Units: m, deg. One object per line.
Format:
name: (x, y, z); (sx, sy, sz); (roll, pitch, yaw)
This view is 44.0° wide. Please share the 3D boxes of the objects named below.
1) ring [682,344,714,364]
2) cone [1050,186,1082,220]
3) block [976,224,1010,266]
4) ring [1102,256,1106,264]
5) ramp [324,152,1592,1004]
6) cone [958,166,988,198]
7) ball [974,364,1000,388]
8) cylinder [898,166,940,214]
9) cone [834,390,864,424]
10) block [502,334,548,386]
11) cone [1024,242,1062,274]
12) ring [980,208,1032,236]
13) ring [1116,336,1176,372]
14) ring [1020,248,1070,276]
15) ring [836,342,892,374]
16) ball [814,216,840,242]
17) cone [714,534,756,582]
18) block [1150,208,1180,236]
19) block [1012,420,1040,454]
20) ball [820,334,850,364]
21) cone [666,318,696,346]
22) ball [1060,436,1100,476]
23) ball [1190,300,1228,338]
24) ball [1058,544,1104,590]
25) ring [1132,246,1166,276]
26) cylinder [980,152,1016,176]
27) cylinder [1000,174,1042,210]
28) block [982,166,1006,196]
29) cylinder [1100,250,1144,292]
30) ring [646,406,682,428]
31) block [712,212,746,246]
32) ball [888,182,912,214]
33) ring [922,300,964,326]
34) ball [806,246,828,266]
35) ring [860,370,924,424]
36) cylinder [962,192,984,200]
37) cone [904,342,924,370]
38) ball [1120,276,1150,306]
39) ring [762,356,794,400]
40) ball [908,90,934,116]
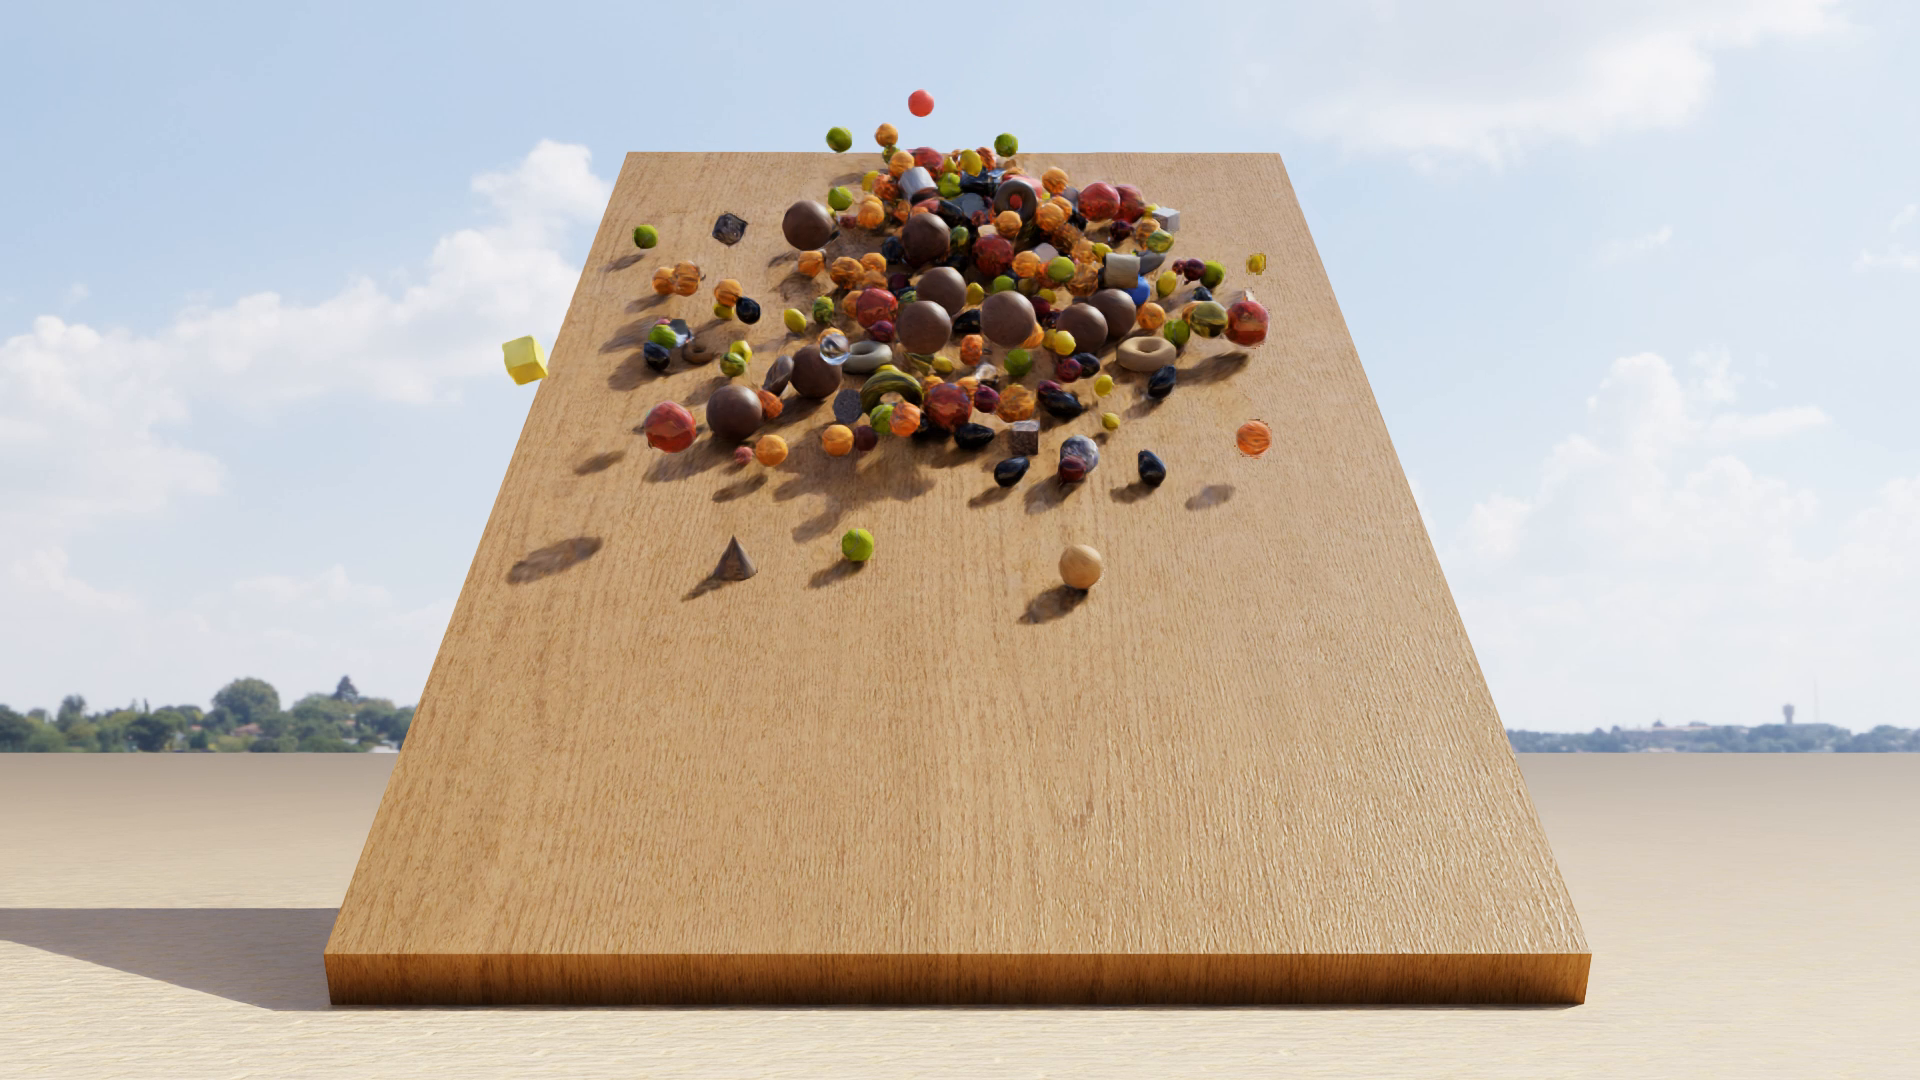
ring: (-0.645, -0.459, 5.853); (0.080, 0.027, 0.080); (1, 32, -1)
cone: (0.299, -0.942, 6.770); (0.093, 0.093, 0.093); (6, -32, 4)
block: (0.090, -0.804, 6.454); (0.080, 0.080, 0.080); (-5, 35, -8)
ring: (0.388, -0.697, 6.118); (0.027, 0.080, 0.080); (-24, -8, 6)
ramp: (-0.011, -0.225, 5.546); (2.000, 0.100, 4.000); (0, 27, 0)
cone: (0.018, -0.980, 6.547); (0.092, 0.092, 0.092); (-3, 13, 29)
ball: (0.064, -0.394, 5.697); (0.060, 0.060, 0.060); (0, -5, 0)
cylinder: (-0.112, -0.970, 6.594); (0.092, 0.092, 0.092); (-16, -40, -14)
cone: (-0.242, -0.308, 5.556); (0.082, 0.082, 0.082); (-2, -3, 25)
block: (-1.037, -0.429, 5.670); (0.077, 0.077, 0.077); (-17, -31, 5)
cone: (0.201, -0.718, 6.224); (0.092, 0.092, 0.092); (-34, 16, -33)
ring: (0.129, -0.897, 6.675); (0.150, 0.050, 0.150); (-3, 31, 2)
ring: (0.458, -0.456, 5.832); (0.149, 0.050, 0.149); (-1, 28, 1)
ring: (0.228, -0.749, 6.399); (0.139, 0.046, 0.139); (0, 29, 0)
ring: (-0.235, -0.444, 5.799); (0.140, 0.047, 0.140); (-7, 25, 3)
ball: (-0.368, -0.860, 6.581); (0.072, 0.072, 0.072); (0, -5, 0)
cone: (-0.461, 0.027, 4.856); (0.086, 0.086, 0.086); (0, 27, 0)
block: (0.576, -0.893, 6.665); (0.057, 0.057, 0.057); (22, 34, 35)
block: (0.150, -0.232, 5.390); (0.058, 0.058, 0.058); (3, 28, 5)
ball: (-0.291, -0.445, 5.546); (0.073, 0.073, 0.073); (0, -5, 0)
cone: (-0.685, -0.514, 5.955); (0.072, 0.072, 0.072); (-3, -6, 34)
ball: (0.264, -0.188, 5.271); (0.089, 0.089, 0.089); (0, -5, 0)
ball: (0.611, -0.541, 5.834); (0.094, 0.094, 0.094); (0, -5, 0)
ball: (0.244, 0.054, 4.804); (0.091, 0.091, 0.091); (0, -5, 0)
ring: (0.483, -0.731, 6.278); (0.133, 0.044, 0.133); (-29, 13, 7)
cylinder: (0.112, -1.095, 7.012); (0.079, 0.079, 0.079); (24, 8, 30)
cylinder: (0.168, -0.966, 6.633); (0.093, 0.093, 0.093); (6, -7, -24)
block: (0.092, -1.046, 6.948); (0.064, 0.064, 0.064); (14, 31, 20)
cylinder: (0.409, -0.680, 6.013); (0.084, 0.084, 0.084); (22, 1, 14)
ring: (-0.687, -0.285, 5.517); (0.087, 0.029, 0.087); (0, 29, 0)
block: (-0.596, -0.802, 6.143); (0.058, 0.058, 0.058); (30, -21, -28)
ball: (-0.163, -0.978, 6.789); (0.090, 0.090, 0.090); (0, -5, 0)
ring: (-0.044, -0.580, 6.082); (0.109, 0.036, 0.109); (-2, 30, 1)
ball: (-0.386, -0.764, 6.409); (0.056, 0.056, 0.056); (0, -5, 0)
ring: (-0.158, -0.328, 5.481); (0.148, 0.049, 0.148); (-2, -47, -2)
cylinder: (0.036, -0.972, 6.799); (0.051, 0.051, 0.051); (3, -6, -25)
cone: (-0.091, -0.446, 5.829); (0.069, 0.069, 0.069); (7, -8, -33)
ball: (0.454, -0.648, 6.170); (0.079, 0.079, 0.079); (0, -5, 0)
ring: (-0.428, -0.382, 5.587); (0.038, 0.113, 0.113); (26, -14, -18)
ball: (-0.097, -1.085, 5.907); (0.067, 0.067, 0.067); (0, -5, 0)
